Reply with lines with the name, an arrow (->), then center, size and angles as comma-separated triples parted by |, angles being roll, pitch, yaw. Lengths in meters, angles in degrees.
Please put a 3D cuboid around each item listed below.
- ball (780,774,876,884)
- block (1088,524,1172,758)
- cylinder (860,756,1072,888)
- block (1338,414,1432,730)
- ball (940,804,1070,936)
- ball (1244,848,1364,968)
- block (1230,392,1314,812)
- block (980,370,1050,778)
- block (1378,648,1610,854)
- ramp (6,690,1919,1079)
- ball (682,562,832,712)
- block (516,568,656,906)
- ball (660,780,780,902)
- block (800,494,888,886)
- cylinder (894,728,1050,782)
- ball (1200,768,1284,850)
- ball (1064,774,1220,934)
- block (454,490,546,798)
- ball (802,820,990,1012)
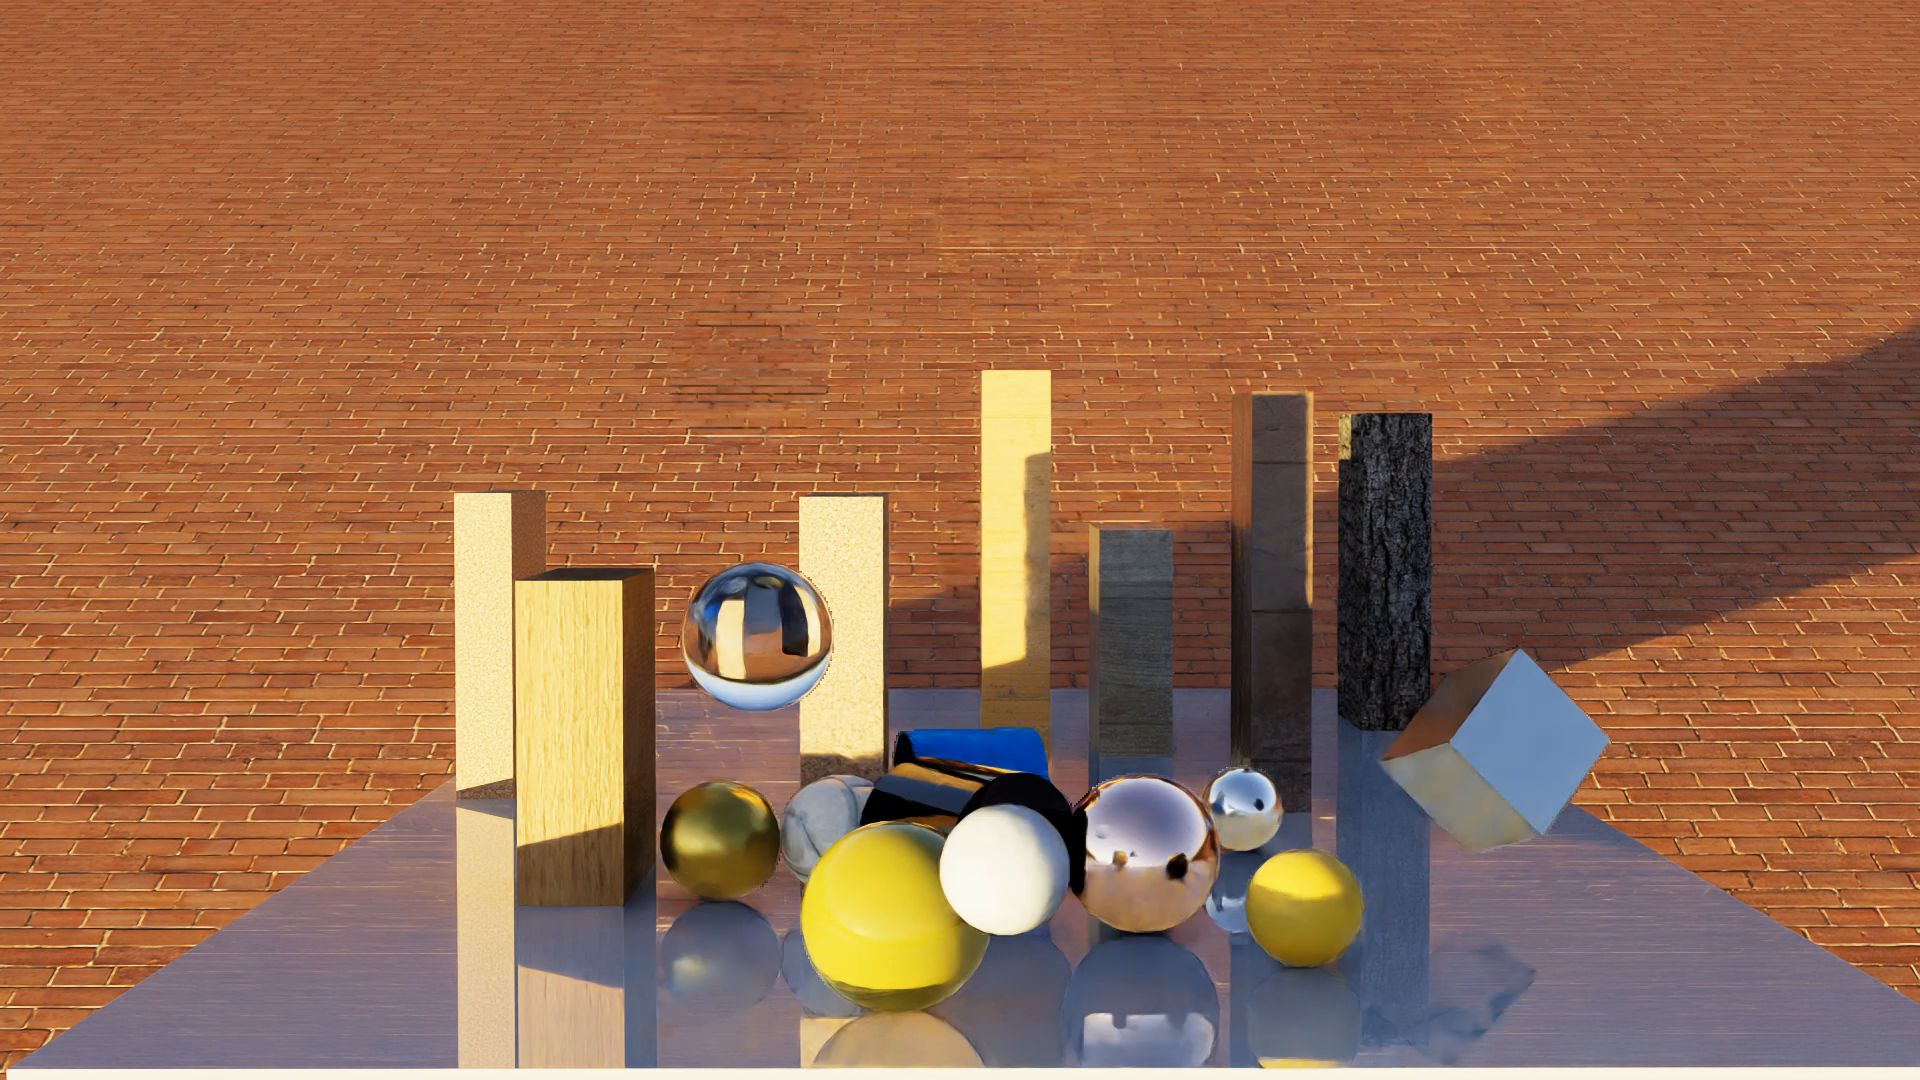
ball -> -0.161, 0.404, 3.520 | 0.167, 0.167, 0.167 | 0, 24, 0
block -> 0.348, 0.198, 5.297 | 0.145, 0.451, 0.406 | 0, 2, 0
cylinder -> 0.010, 0.392, 3.339 | 0.204, 0.204, 0.204 | -18, 12, -34
block -> 0.944, 0.063, 5.746 | 0.148, 0.687, 0.361 | 0, 2, 0
ball -> 0.044, 0.323, 2.529 | 0.129, 0.129, 0.129 | 0, 24, 0
ball -> 0.407, 0.434, 3.044 | 0.140, 0.140, 0.140 | 0, 24, 0
block -> 0.539, 0.099, 4.474 | 0.102, 0.707, 0.316 | 0, 2, 0
block -> 0.099, 0.070, 4.713 | 0.121, 0.749, 0.336 | 0, 2, 0
block -> 0.737, 0.293, 3.559 | 0.182, 0.182, 0.182 | -48, 7, -25
ramp -> 0.055, 0.501, 4.547 | 2.000, 0.100, 4.000 | 0, 2, 0
ball -> -0.240, 0.114, 3.048 | 0.178, 0.178, 0.178 | 0, 24, 0
block -> -0.522, 0.266, 3.628 | 0.142, 0.436, 0.372 | 0, 2, 0
ball -> -0.325, 0.407, 3.492 | 0.163, 0.163, 0.163 | 0, 24, 0
block -> -0.166, 0.207, 3.752 | 0.116, 0.545, 0.309 | 0, 2, 0
cylinder -> 0.015, 0.379, 3.807 | 0.195, 0.195, 0.195 | -1, 24, -12
ball -> 0.429, 0.410, 3.921 | 0.126, 0.126, 0.126 | 0, 24, 0
ball -> 0.229, 0.396, 3.253 | 0.199, 0.199, 0.199 | 0, 24, 0
block -> -0.832, 0.179, 4.685 | 0.099, 0.535, 0.379 | 0, 2, 0
ball -> -0.068, 0.409, 2.804 | 0.208, 0.208, 0.208 | 0, 24, 0
